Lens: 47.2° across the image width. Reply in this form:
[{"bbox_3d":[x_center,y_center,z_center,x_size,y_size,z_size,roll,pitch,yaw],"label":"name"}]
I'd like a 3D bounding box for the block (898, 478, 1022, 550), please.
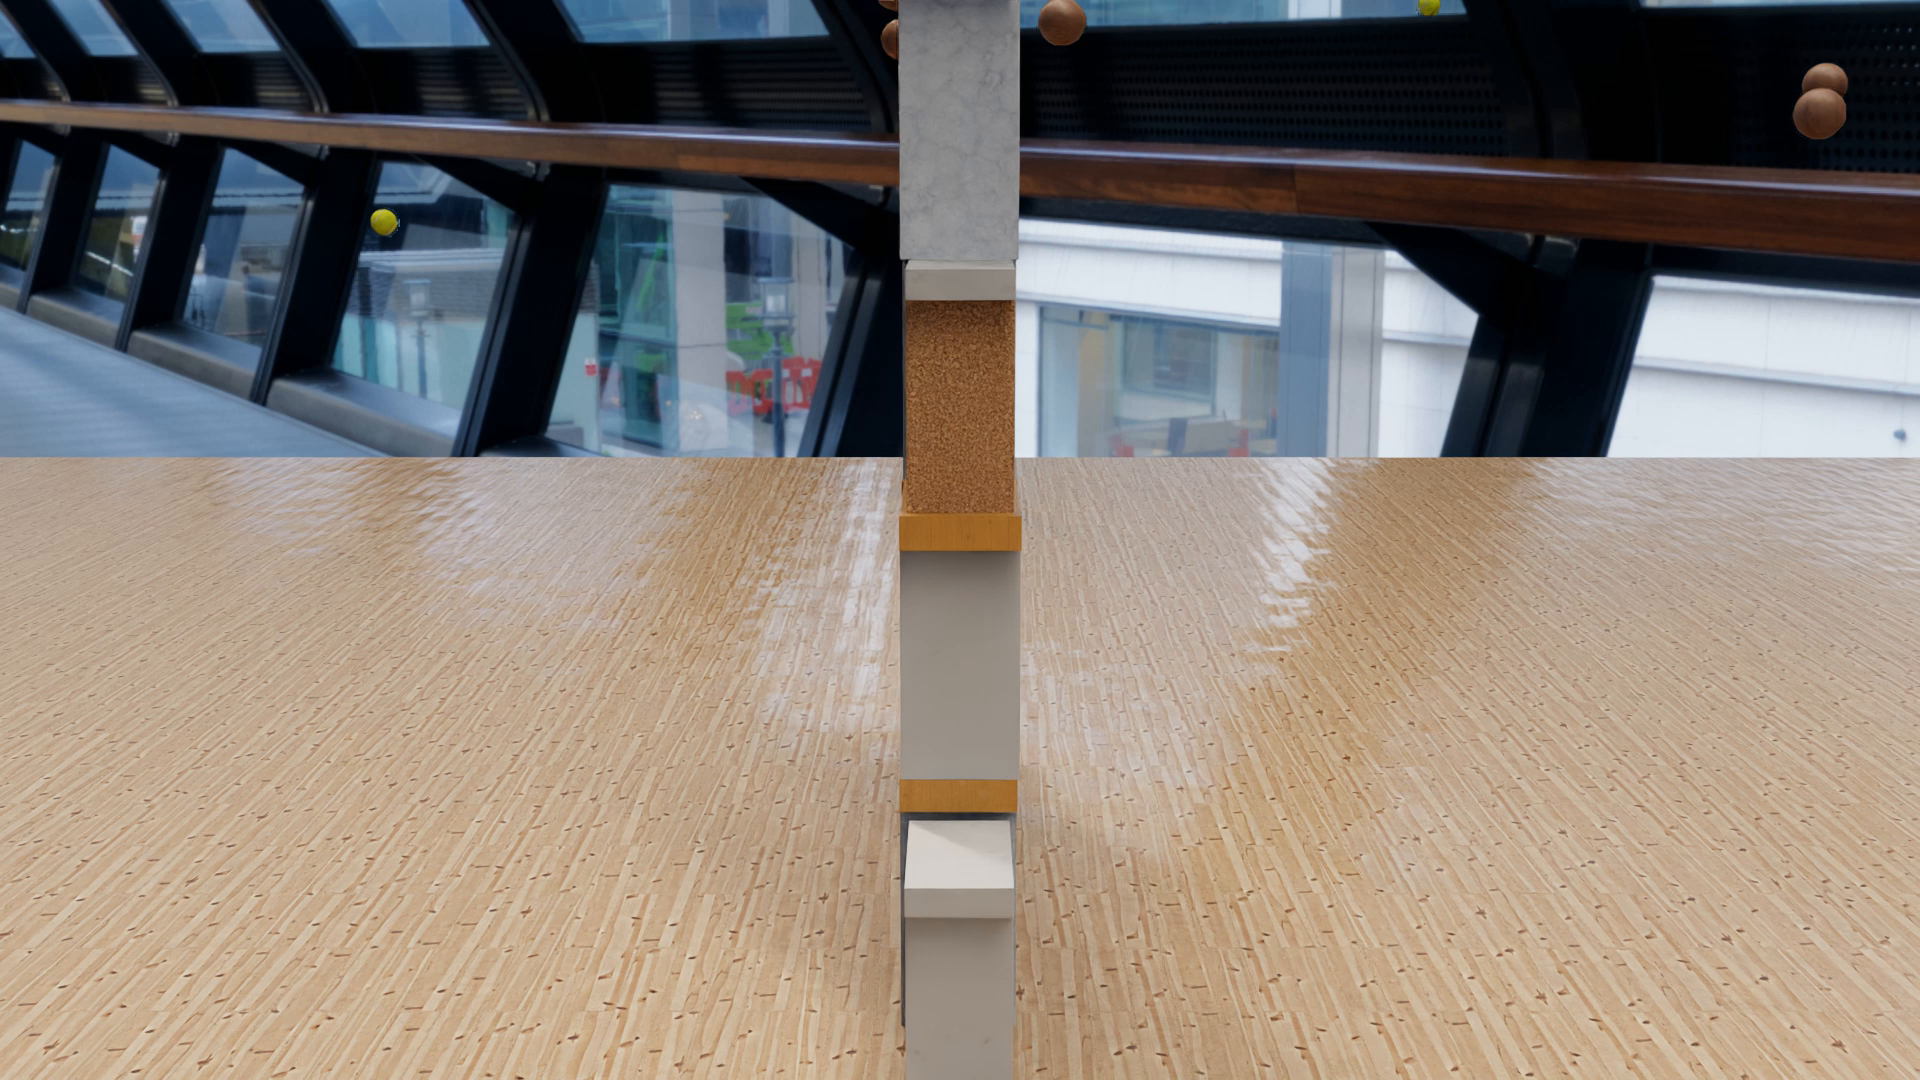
[{"bbox_3d":[0.000,-0.039,3.096,0.164,0.046,0.328,0,11,0],"label":"block"}]

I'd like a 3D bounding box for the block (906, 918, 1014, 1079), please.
[{"bbox_3d":[-0.001,0.603,2.841,0.138,0.276,0.039,0,11,0],"label":"block"}]

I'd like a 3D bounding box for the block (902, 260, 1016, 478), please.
[{"bbox_3d":[-0.001,-0.257,3.240,0.165,0.330,0.047,0,10,0],"label":"block"}]

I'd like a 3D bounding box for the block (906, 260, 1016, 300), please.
[{"bbox_3d":[0.001,-0.360,3.014,0.144,0.041,0.287,0,11,0],"label":"block"}]

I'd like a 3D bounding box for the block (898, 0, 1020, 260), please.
[{"bbox_3d":[-0.001,-0.584,3.065,0.166,0.382,0.047,0,10,0],"label":"block"}]

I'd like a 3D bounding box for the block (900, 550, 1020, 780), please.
[{"bbox_3d":[0.000,0.165,3.023,0.164,0.328,0.046,0,11,0],"label":"block"}]

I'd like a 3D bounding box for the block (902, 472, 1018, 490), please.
[{"bbox_3d":[-0.001,-0.094,3.432,0.171,0.049,0.343,0,11,0],"label":"block"}]

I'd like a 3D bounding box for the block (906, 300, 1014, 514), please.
[{"bbox_3d":[0.000,-0.181,2.950,0.144,0.287,0.041,0,11,0],"label":"block"}]

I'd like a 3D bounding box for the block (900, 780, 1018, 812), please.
[{"bbox_3d":[-0.002,0.323,3.194,0.163,0.046,0.326,0,11,0],"label":"block"}]

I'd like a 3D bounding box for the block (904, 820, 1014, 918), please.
[{"bbox_3d":[-0.001,0.431,2.902,0.138,0.039,0.276,0,11,0],"label":"block"}]

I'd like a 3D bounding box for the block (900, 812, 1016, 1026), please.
[{"bbox_3d":[-0.002,0.526,3.121,0.163,0.326,0.046,0,11,0],"label":"block"}]
